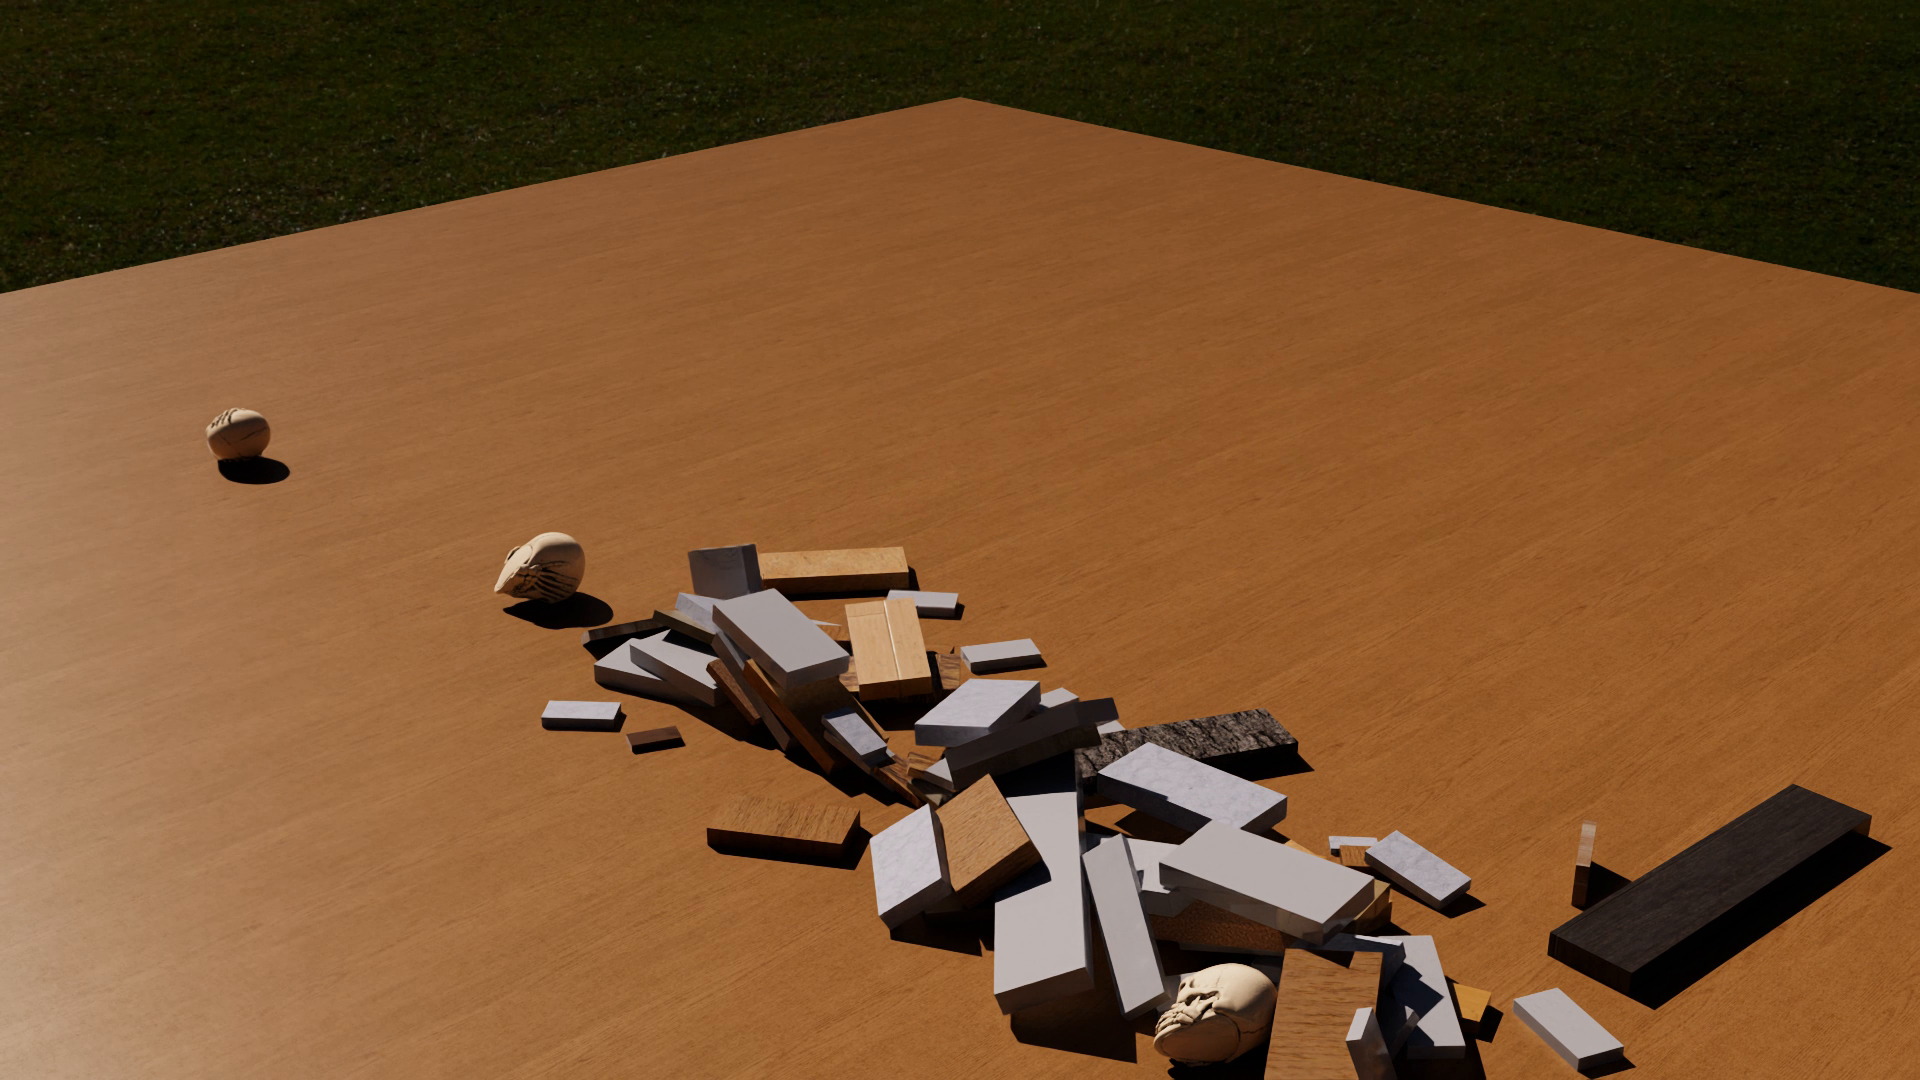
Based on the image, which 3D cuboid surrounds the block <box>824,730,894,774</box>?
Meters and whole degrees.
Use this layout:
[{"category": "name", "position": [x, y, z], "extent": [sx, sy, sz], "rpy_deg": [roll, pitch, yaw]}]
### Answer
[{"category": "block", "position": [-0.211, 0.430, 4.581], "extent": [0.139, 0.020, 0.069], "rpy_deg": [36, 41, 29]}]

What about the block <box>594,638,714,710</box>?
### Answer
[{"category": "block", "position": [-0.657, 0.301, 4.994], "extent": [0.311, 0.044, 0.155], "rpy_deg": [11, 25, 24]}]

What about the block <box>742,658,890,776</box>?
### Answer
[{"category": "block", "position": [-0.310, 0.354, 4.703], "extent": [0.156, 0.044, 0.312], "rpy_deg": [-21, 56, -40]}]

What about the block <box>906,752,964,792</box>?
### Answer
[{"category": "block", "position": [-0.040, 0.477, 4.513], "extent": [0.140, 0.020, 0.070], "rpy_deg": [17, 20, -8]}]

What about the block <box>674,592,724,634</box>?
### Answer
[{"category": "block", "position": [-0.531, 0.185, 5.031], "extent": [0.135, 0.038, 0.269], "rpy_deg": [12, 8, -36]}]

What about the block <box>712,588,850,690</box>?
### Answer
[{"category": "block", "position": [-0.390, 0.211, 4.760], "extent": [0.156, 0.044, 0.312], "rpy_deg": [-14, 35, -33]}]

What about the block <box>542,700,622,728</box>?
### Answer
[{"category": "block", "position": [-0.831, 0.383, 4.829], "extent": [0.159, 0.023, 0.080], "rpy_deg": [1, 23, 3]}]

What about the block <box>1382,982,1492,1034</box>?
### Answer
[{"category": "block", "position": [0.820, 0.802, 3.836], "extent": [0.192, 0.027, 0.096], "rpy_deg": [10, 25, 23]}]

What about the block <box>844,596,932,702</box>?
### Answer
[{"category": "block", "position": [-0.164, 0.243, 4.968], "extent": [0.160, 0.045, 0.319], "rpy_deg": [-6, 32, -6]}]

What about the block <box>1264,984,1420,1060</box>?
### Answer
[{"category": "block", "position": [0.647, 0.803, 3.739], "extent": [0.241, 0.034, 0.121], "rpy_deg": [24, 70, 43]}]

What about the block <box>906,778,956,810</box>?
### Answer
[{"category": "block", "position": [-0.052, 0.516, 4.469], "extent": [0.054, 0.015, 0.108], "rpy_deg": [-19, 41, -40]}]

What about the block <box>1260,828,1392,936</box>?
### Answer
[{"category": "block", "position": [0.637, 0.656, 4.156], "extent": [0.165, 0.047, 0.329], "rpy_deg": [-16, 28, -32]}]

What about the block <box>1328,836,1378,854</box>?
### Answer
[{"category": "block", "position": [0.774, 0.602, 4.325], "extent": [0.094, 0.013, 0.047], "rpy_deg": [2, 23, 4]}]

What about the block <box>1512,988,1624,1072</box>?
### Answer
[{"category": "block", "position": [1.038, 0.835, 3.759], "extent": [0.092, 0.026, 0.184], "rpy_deg": [-9, 25, -20]}]

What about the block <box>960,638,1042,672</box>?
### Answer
[{"category": "block", "position": [0.094, 0.267, 5.101], "extent": [0.170, 0.024, 0.085], "rpy_deg": [-6, 24, -15]}]

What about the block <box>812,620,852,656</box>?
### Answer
[{"category": "block", "position": [-0.379, 0.237, 5.146], "extent": [0.310, 0.044, 0.155], "rpy_deg": [9, 25, 21]}]

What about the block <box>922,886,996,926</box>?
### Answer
[{"category": "block", "position": [0.016, 0.680, 4.125], "extent": [0.176, 0.025, 0.088], "rpy_deg": [-4, 23, -9]}]

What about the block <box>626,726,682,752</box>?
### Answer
[{"category": "block", "position": [-0.658, 0.428, 4.733], "extent": [0.110, 0.016, 0.055], "rpy_deg": [-8, 24, -19]}]

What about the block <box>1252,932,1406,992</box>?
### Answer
[{"category": "block", "position": [0.650, 0.742, 3.881], "extent": [0.241, 0.034, 0.121], "rpy_deg": [1, 27, 37]}]

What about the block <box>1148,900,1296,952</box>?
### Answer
[{"category": "block", "position": [0.477, 0.667, 3.983], "extent": [0.340, 0.048, 0.170], "rpy_deg": [-3, 20, 40]}]

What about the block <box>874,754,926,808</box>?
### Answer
[{"category": "block", "position": [-0.104, 0.496, 4.520], "extent": [0.140, 0.020, 0.070], "rpy_deg": [35, 38, 30]}]

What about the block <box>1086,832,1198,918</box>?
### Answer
[{"category": "block", "position": [0.311, 0.622, 4.107], "extent": [0.340, 0.048, 0.170], "rpy_deg": [1, 21, 44]}]

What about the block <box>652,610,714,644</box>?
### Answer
[{"category": "block", "position": [-0.606, 0.199, 5.005], "extent": [0.174, 0.025, 0.087], "rpy_deg": [20, 8, 29]}]

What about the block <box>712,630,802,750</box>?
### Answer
[{"category": "block", "position": [-0.393, 0.309, 4.788], "extent": [0.156, 0.044, 0.312], "rpy_deg": [-16, 56, -37]}]

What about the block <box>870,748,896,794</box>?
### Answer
[{"category": "block", "position": [-0.161, 0.467, 4.580], "extent": [0.140, 0.020, 0.070], "rpy_deg": [36, 41, 29]}]

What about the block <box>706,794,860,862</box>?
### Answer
[{"category": "block", "position": [-0.349, 0.570, 4.367], "extent": [0.275, 0.039, 0.138], "rpy_deg": [5, 24, 12]}]

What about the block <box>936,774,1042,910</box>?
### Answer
[{"category": "block", "position": [0.037, 0.572, 4.200], "extent": [0.166, 0.047, 0.332], "rpy_deg": [-35, 20, -1]}]

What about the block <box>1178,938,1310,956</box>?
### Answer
[{"category": "block", "position": [0.526, 0.700, 3.972], "extent": [0.241, 0.034, 0.121], "rpy_deg": [-4, 20, 37]}]

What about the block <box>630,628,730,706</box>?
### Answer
[{"category": "block", "position": [-0.585, 0.279, 4.934], "extent": [0.155, 0.044, 0.310], "rpy_deg": [-20, 30, -39]}]

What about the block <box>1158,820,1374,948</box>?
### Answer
[{"category": "block", "position": [0.542, 0.604, 3.896], "extent": [0.340, 0.048, 0.170], "rpy_deg": [16, 32, 38]}]

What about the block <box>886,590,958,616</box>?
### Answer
[{"category": "block", "position": [-0.093, 0.155, 5.365], "extent": [0.170, 0.024, 0.085], "rpy_deg": [3, 24, 6]}]
